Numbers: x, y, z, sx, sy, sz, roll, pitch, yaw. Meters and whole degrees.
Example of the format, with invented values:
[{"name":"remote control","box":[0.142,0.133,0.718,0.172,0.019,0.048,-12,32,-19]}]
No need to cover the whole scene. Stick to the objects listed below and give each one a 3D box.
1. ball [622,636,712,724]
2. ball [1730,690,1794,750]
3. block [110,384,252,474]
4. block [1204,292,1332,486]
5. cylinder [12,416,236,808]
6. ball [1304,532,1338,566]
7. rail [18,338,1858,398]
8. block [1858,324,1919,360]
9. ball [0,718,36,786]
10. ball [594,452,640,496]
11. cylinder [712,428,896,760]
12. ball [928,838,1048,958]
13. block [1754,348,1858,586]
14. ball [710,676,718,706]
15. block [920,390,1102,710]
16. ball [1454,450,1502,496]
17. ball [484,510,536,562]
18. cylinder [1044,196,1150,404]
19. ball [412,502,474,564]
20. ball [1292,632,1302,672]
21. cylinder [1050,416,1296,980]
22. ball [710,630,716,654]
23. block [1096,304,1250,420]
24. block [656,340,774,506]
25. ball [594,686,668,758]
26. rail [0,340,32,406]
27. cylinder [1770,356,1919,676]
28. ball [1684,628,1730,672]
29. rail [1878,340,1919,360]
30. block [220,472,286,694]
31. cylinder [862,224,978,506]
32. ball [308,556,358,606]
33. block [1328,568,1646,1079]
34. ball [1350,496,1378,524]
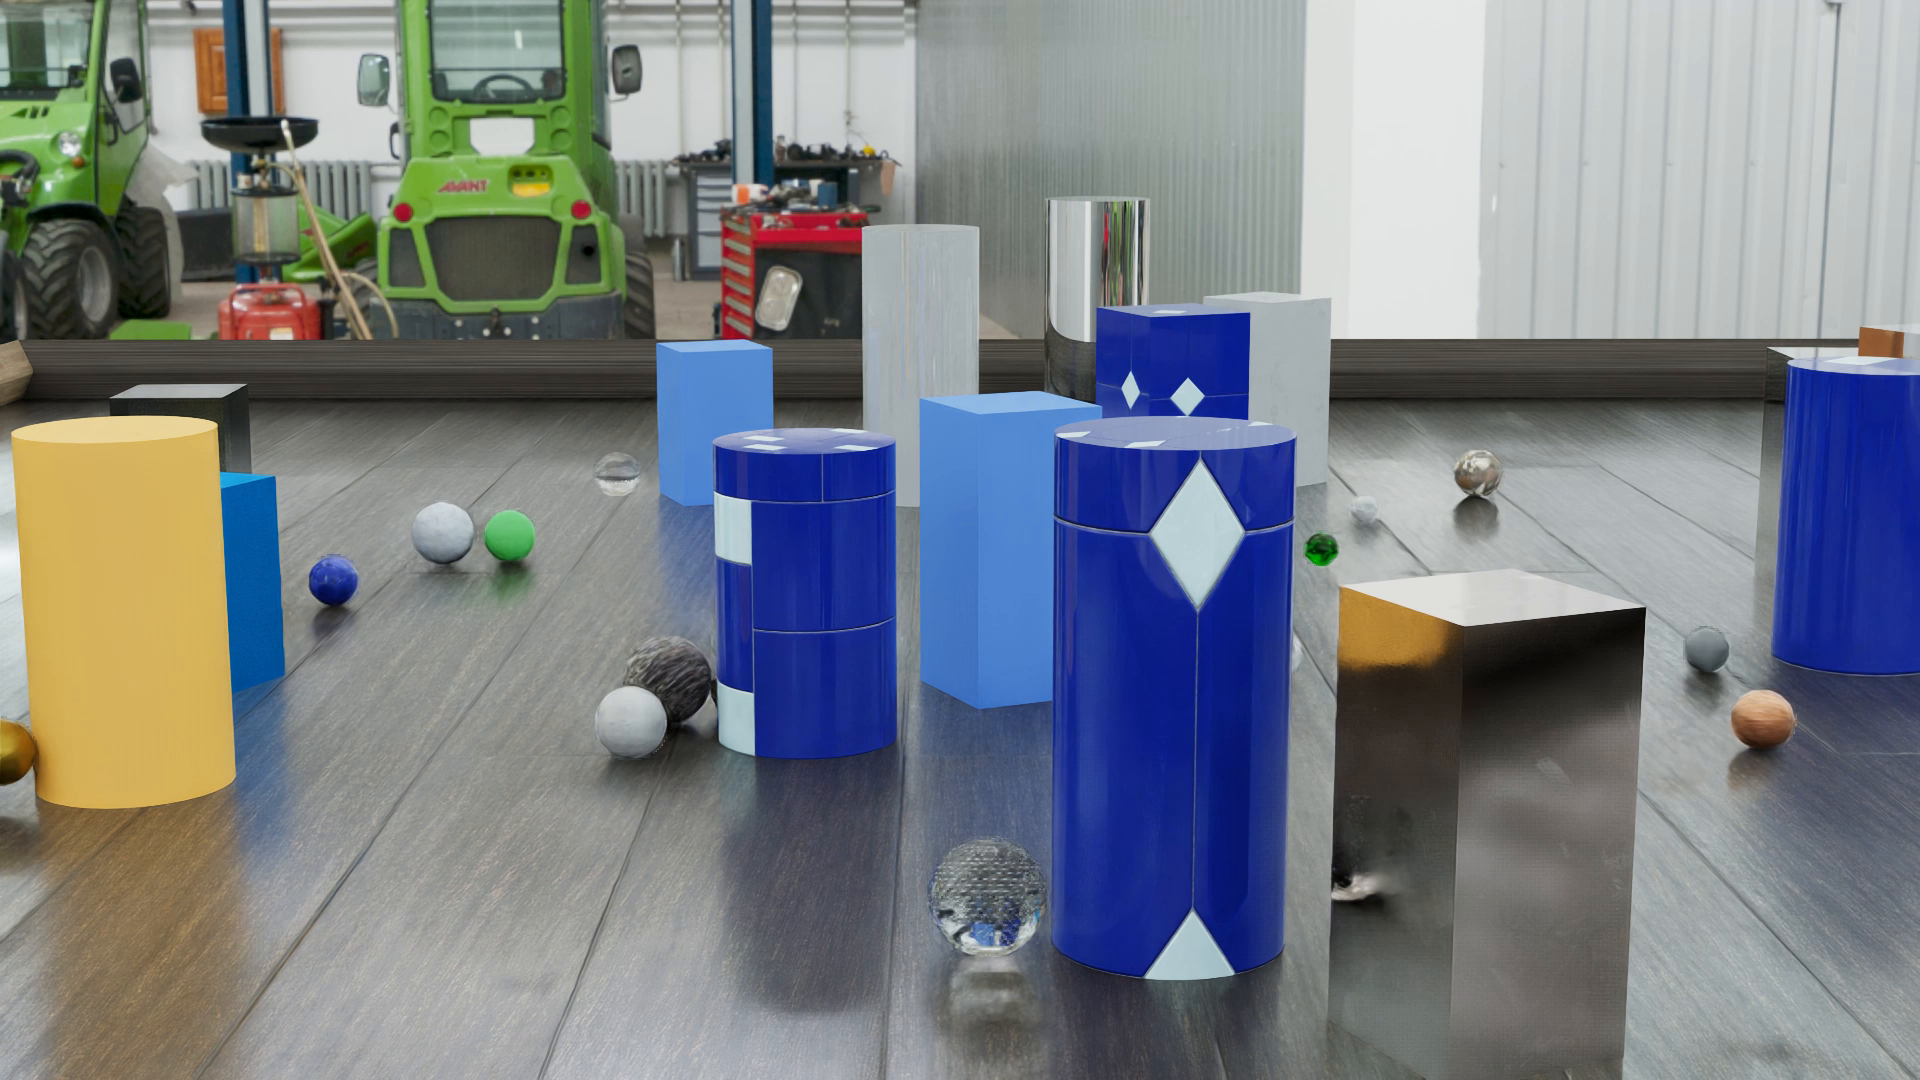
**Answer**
[{"name":"ball","box":[-0.328,0.156,2.871,0.099,0.099,0.099,0,10,0]},{"name":"ball","box":[0.864,0.193,2.762,0.065,0.065,0.065,0,10,0]},{"name":"block","box":[-1.126,-0.086,3.726,0.158,0.263,0.158,0,11,-3]},{"name":"block","box":[0.538,-0.264,4.515,0.158,0.327,0.158,-9,14,-41]},{"name":"cylinder","box":[-0.848,0.069,2.609,0.197,0.366,0.197,0,10,0]},{"name":"ball","box":[0.532,0.013,3.776,0.050,0.050,0.050,0,10,0]},{"name":"rail","box":[-0.013,-0.376,5.657,4.130,0.128,0.045,0,10,0]},{"name":"block","box":[1.278,-0.080,3.344,0.158,0.390,0.158,-5,12,-24]},{"name":"ball","box":[-0.959,0.212,2.562,0.067,0.067,0.067,0,10,0]},{"name":"ball","box":[-0.585,-0.112,4.378,0.077,0.077,0.077,0,10,0]},{"name":"cylinder","box":[-0.168,0.054,2.790,0.197,0.328,0.197,0,10,0]},{"name":"ball","box":[0.023,0.295,2.121,0.098,0.098,0.098,0,10,0]},{"name":"block","box":[1.230,-0.099,3.618,0.158,0.328,0.158,0,11,2]},{"name":"ball","box":[-0.256,0.170,2.915,0.055,0.055,0.055,0,10,0]},{"name":"block","box":[0.058,0.007,3.010,0.158,0.341,0.158,-5,12,-25]},{"name":"ball","box":[0.884,-0.114,4.379,0.081,0.081,0.081,0,10,0]},{"name":"ball","box":[-0.669,-0.006,3.810,0.076,0.076,0.076,0,10,0]},{"name":"cylinder","box":[0.257,-0.404,4.850,0.197,0.479,0.197,0,10,0]},{"name":"ball","box":[-0.762,-0.009,3.779,0.091,0.091,0.091,0,10,0]},{"name":"ball","box":[0.380,0.135,3.085,0.063,0.063,0.063,0,10,0]},{"name":"cylinder","box":[0.175,0.125,2.126,0.197,0.432,0.197,0,10,0]},{"name":"ball","box":[-0.284,0.126,3.170,0.049,0.049,0.049,0,10,0]},{"name":"block","box":[0.298,-0.131,3.627,0.158,0.388,0.158,-5,12,-24]},{"name":"block","box":[-0.417,-0.202,4.367,0.158,0.258,0.158,-4,11,-21]},{"name":"ball","box":[-0.350,0.194,2.726,0.077,0.077,0.077,0,10,0]},{"name":"rail","box":[-2.041,0.035,3.437,0.045,0.128,4.538,0,10,0]},{"name":"cylinder","box":[1.111,-0.033,3.159,0.197,0.366,0.197,0,10,0]},{"name":"ball","box":[0.907,0.134,3.117,0.052,0.052,0.052,0,10,0]},{"name":"rail","box":[2.041,0.031,3.460,0.045,0.128,4.538,0,10,0]},{"name":"block","box":[-0.919,0.051,3.038,0.158,0.244,0.158,4,11,22]},{"name":"cylinder","box":[-0.066,-0.298,4.338,0.197,0.457,0.197,0,10,0]},{"name":"ball","box":[-0.855,0.056,3.499,0.067,0.067,0.067,0,10,0]},{"name":"block","box":[0.389,0.209,1.915,0.158,0.342,0.158,-5,12,-24]},{"name":"ball","box":[0.650,-0.049,4.124,0.045,0.045,0.045,0,10,0]}]
